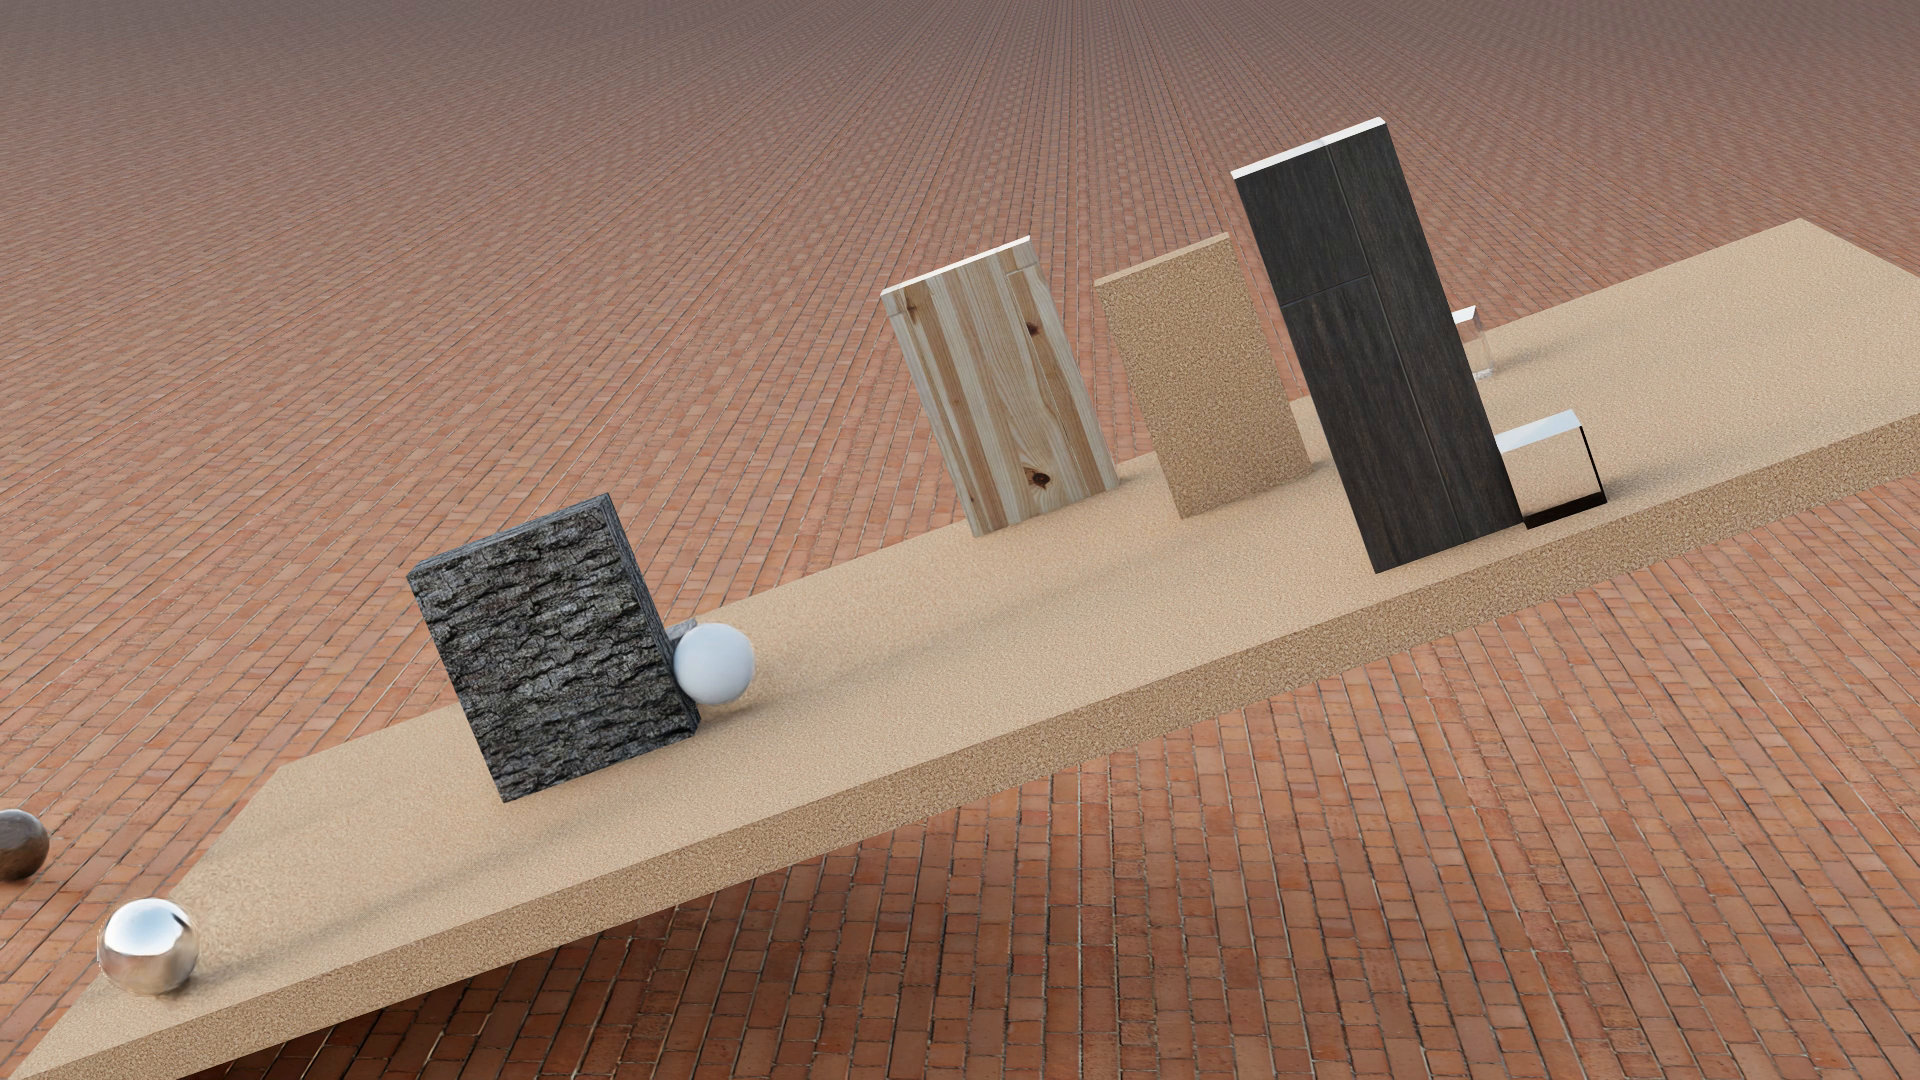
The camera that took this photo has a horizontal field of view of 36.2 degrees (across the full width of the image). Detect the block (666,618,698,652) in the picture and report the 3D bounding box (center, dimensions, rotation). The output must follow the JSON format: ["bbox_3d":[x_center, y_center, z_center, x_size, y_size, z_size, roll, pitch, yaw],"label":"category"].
[{"bbox_3d":[-0.631,0.279,6.544,0.143,0.143,0.143,-21,12,-1],"label":"block"}]

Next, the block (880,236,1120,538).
[{"bbox_3d":[0.099,-0.361,6.975,0.372,0.623,0.089,-20,12,7],"label":"block"}]

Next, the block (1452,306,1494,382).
[{"bbox_3d":[1.124,-0.433,6.696,0.140,0.140,0.140,-18,12,17],"label":"block"}]

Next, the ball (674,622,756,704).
[{"bbox_3d":[-0.517,0.260,6.190,0.174,0.174,0.174,0,13,0],"label":"ball"}]

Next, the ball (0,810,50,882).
[{"bbox_3d":[-2.231,0.718,6.921,0.169,0.169,0.169,0,13,0],"label":"ball"}]

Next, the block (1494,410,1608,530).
[{"bbox_3d":[1.076,-0.129,5.366,0.151,0.151,0.151,-19,12,9],"label":"block"}]

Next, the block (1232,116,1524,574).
[{"bbox_3d":[0.763,-0.353,5.379,0.285,0.775,0.125,-20,12,7],"label":"block"}]

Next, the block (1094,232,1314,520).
[{"bbox_3d":[0.529,-0.355,6.380,0.306,0.545,0.100,-20,12,7],"label":"block"}]

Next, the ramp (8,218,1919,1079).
[{"bbox_3d":[0.118,0.176,6.295,4.000,0.100,2.000,-20,12,7],"label":"ramp"}]

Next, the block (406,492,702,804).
[{"bbox_3d":[-0.852,0.228,6.200,0.435,0.528,0.130,-20,12,7],"label":"block"}]

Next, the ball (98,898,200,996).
[{"bbox_3d":[-1.583,0.795,5.747,0.190,0.190,0.190,0,13,0],"label":"ball"}]
